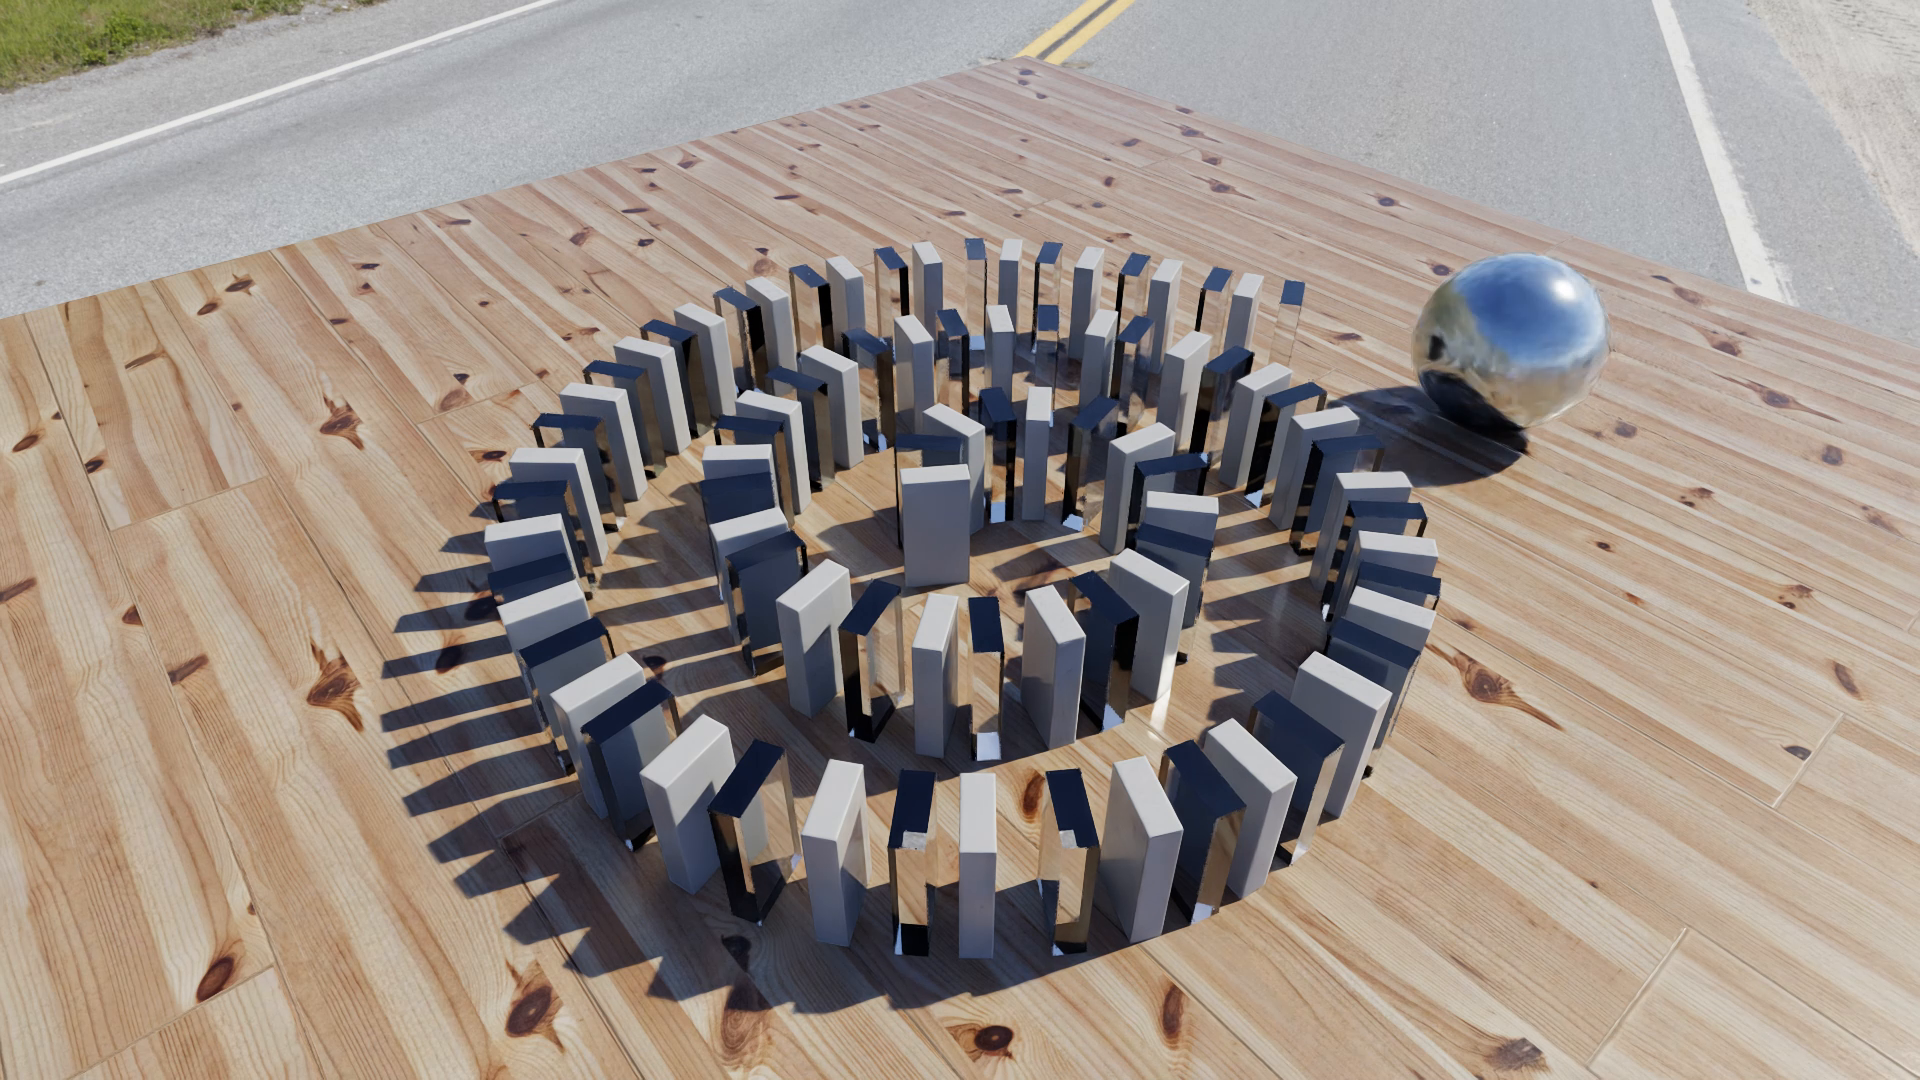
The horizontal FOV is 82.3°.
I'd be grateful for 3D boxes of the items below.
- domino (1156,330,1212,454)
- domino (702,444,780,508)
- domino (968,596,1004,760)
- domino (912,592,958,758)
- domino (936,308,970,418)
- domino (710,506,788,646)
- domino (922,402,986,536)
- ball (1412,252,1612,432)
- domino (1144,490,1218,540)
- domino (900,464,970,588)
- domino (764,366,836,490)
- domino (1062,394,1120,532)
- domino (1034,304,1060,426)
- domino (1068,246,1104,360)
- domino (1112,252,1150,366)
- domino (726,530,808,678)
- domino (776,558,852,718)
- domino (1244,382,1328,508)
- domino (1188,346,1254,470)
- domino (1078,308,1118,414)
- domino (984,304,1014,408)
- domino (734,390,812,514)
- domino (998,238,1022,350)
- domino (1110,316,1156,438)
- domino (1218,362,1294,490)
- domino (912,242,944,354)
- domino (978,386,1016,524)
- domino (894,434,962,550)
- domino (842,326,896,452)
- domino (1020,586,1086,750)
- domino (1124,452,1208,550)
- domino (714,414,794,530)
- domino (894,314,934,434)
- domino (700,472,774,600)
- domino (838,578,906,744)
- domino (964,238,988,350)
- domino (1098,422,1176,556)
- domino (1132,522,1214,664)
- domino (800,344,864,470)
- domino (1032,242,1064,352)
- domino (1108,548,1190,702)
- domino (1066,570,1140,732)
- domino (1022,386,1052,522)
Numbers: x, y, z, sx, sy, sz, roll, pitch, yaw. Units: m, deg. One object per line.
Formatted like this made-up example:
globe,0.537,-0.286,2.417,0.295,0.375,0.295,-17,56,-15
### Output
domino,0.099,-0.065,0.491,0.009,0.050,0.025,25,46,28
domino,-0.084,-0.014,0.428,0.025,0.050,0.010,-2,39,-2
domino,0.008,0.045,0.356,0.010,0.050,0.025,-2,39,-3
domino,-0.008,0.045,0.357,0.009,0.050,0.025,7,40,9
domino,-0.003,-0.078,0.506,0.010,0.050,0.025,-9,40,-11
domino,-0.073,0.014,0.395,0.025,0.050,0.010,-16,42,-19
domino,-0.003,-0.028,0.446,0.025,0.050,0.009,32,49,33
ball,0.247,-0.089,0.496,0.080,0.080,0.080,0,39,0
domino,0.079,0.006,0.404,0.025,0.050,0.009,6,40,7
domino,-0.009,-0.005,0.417,0.025,0.050,0.010,-5,40,-6
domino,-0.068,-0.047,0.469,0.025,0.050,0.009,21,44,24
domino,0.053,-0.031,0.449,0.010,0.050,0.025,22,44,25
domino,0.040,-0.081,0.510,0.009,0.050,0.025,2,39,3
domino,0.064,-0.120,0.558,0.009,0.050,0.025,12,41,14
domino,0.085,-0.115,0.552,0.010,0.050,0.025,14,41,16
domino,-0.065,0.023,0.384,0.025,0.050,0.010,-23,45,-26
domino,-0.047,0.034,0.370,0.010,0.050,0.025,24,45,26
domino,0.136,-0.039,0.460,0.025,0.050,0.010,-19,43,-22
domino,0.114,-0.057,0.481,0.009,0.050,0.025,31,49,32
domino,0.063,-0.078,0.506,0.010,0.050,0.025,12,41,15
domino,0.018,-0.080,0.509,0.009,0.050,0.025,-4,39,-5
domino,-0.077,-0.036,0.455,0.025,0.050,0.009,15,42,17
domino,0.026,-0.126,0.565,0.009,0.050,0.025,5,40,6
domino,0.078,-0.074,0.501,0.010,0.050,0.025,18,43,21
domino,0.126,-0.049,0.471,0.025,0.050,0.009,-27,46,-29
domino,-0.016,-0.123,0.562,0.010,0.050,0.025,-10,40,-12
domino,0.015,-0.035,0.454,0.009,0.050,0.025,-8,40,-10
domino,-0.012,-0.018,0.433,0.025,0.050,0.009,4,40,5
domino,-0.041,-0.067,0.493,0.010,0.050,0.025,-26,46,-28
domino,0.030,0.042,0.360,0.010,0.050,0.025,-13,41,-16
domino,0.078,-0.009,0.422,0.025,0.050,0.009,-10,40,-12
domino,-0.082,-0.025,0.442,0.025,0.050,0.009,8,40,10
domino,-0.021,-0.074,0.502,0.010,0.050,0.025,-14,41,-17
domino,-0.081,-0.001,0.413,0.025,0.050,0.010,-9,40,-10
domino,-0.028,0.040,0.362,0.010,0.050,0.025,15,42,18
domino,0.008,-0.126,0.566,0.009,0.050,0.025,-2,39,-3
domino,0.070,-0.020,0.436,0.025,0.050,0.010,-23,44,-25
domino,0.072,0.019,0.388,0.025,0.050,0.009,16,42,18
domino,-0.056,-0.058,0.482,0.025,0.050,0.009,28,47,30
domino,0.044,-0.123,0.562,0.009,0.050,0.025,9,40,11
domino,0.062,0.030,0.375,0.025,0.050,0.010,31,48,32
domino,0.046,0.037,0.366,0.009,0.050,0.025,-20,44,-23
domino,0.032,-0.035,0.454,0.009,0.050,0.025,3,39,4
